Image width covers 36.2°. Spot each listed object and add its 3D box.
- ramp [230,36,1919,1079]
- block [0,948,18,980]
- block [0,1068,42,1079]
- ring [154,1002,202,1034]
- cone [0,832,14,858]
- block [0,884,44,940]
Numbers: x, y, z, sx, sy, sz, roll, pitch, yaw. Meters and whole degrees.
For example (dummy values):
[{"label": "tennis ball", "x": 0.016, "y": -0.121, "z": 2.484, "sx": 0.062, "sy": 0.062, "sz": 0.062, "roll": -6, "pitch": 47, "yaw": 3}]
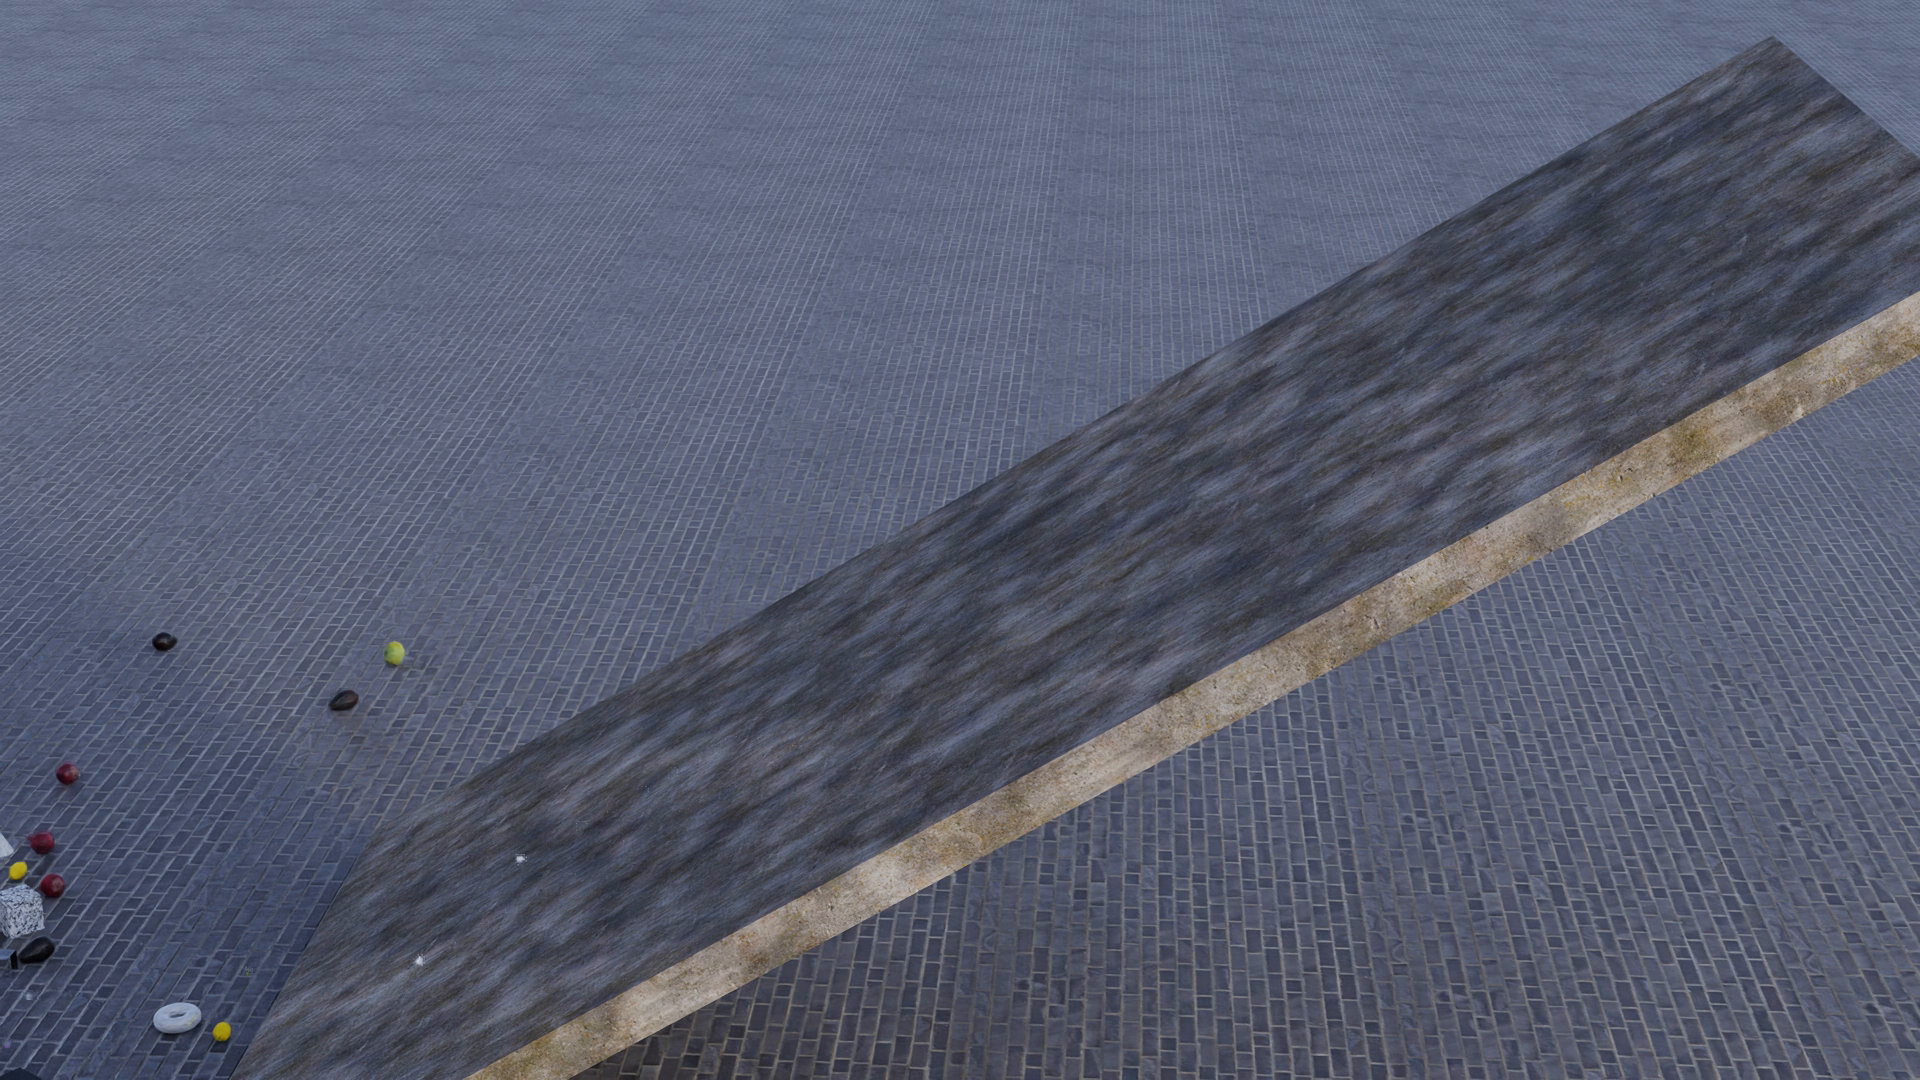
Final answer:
[{"label": "ramp", "x": 0.141, "y": 0.169, "z": 6.289, "sx": 4.000, "sy": 0.100, "sz": 2.000, "roll": -29, "pitch": 15, "yaw": 13}, {"label": "block", "x": -2.308, "y": 1.021, "z": 7.084, "sx": 0.053, "sy": 0.053, "sz": 0.053, "roll": 2, "pitch": 20, "yaw": 6}, {"label": "block", "x": -2.074, "y": 1.224, "z": 6.470, "sx": 0.080, "sy": 0.080, "sz": 0.080, "roll": 14, "pitch": 24, "yaw": 35}, {"label": "ring", "x": -1.823, "y": 1.113, "z": 6.849, "sx": 0.110, "sy": 0.037, "sz": 0.110, "roll": -1, "pitch": 19, "yaw": 0}, {"label": "cone", "x": -2.521, "y": 0.791, "z": 7.724, "sx": 0.063, "sy": 0.063, "sz": 0.063, "roll": 0, "pitch": 19, "yaw": 0}, {"label": "block", "x": -2.341, "y": 0.923, "z": 7.308, "sx": 0.090, "sy": 0.090, "sz": 0.090, "roll": -17, "pitch": 25, "yaw": -39}]
